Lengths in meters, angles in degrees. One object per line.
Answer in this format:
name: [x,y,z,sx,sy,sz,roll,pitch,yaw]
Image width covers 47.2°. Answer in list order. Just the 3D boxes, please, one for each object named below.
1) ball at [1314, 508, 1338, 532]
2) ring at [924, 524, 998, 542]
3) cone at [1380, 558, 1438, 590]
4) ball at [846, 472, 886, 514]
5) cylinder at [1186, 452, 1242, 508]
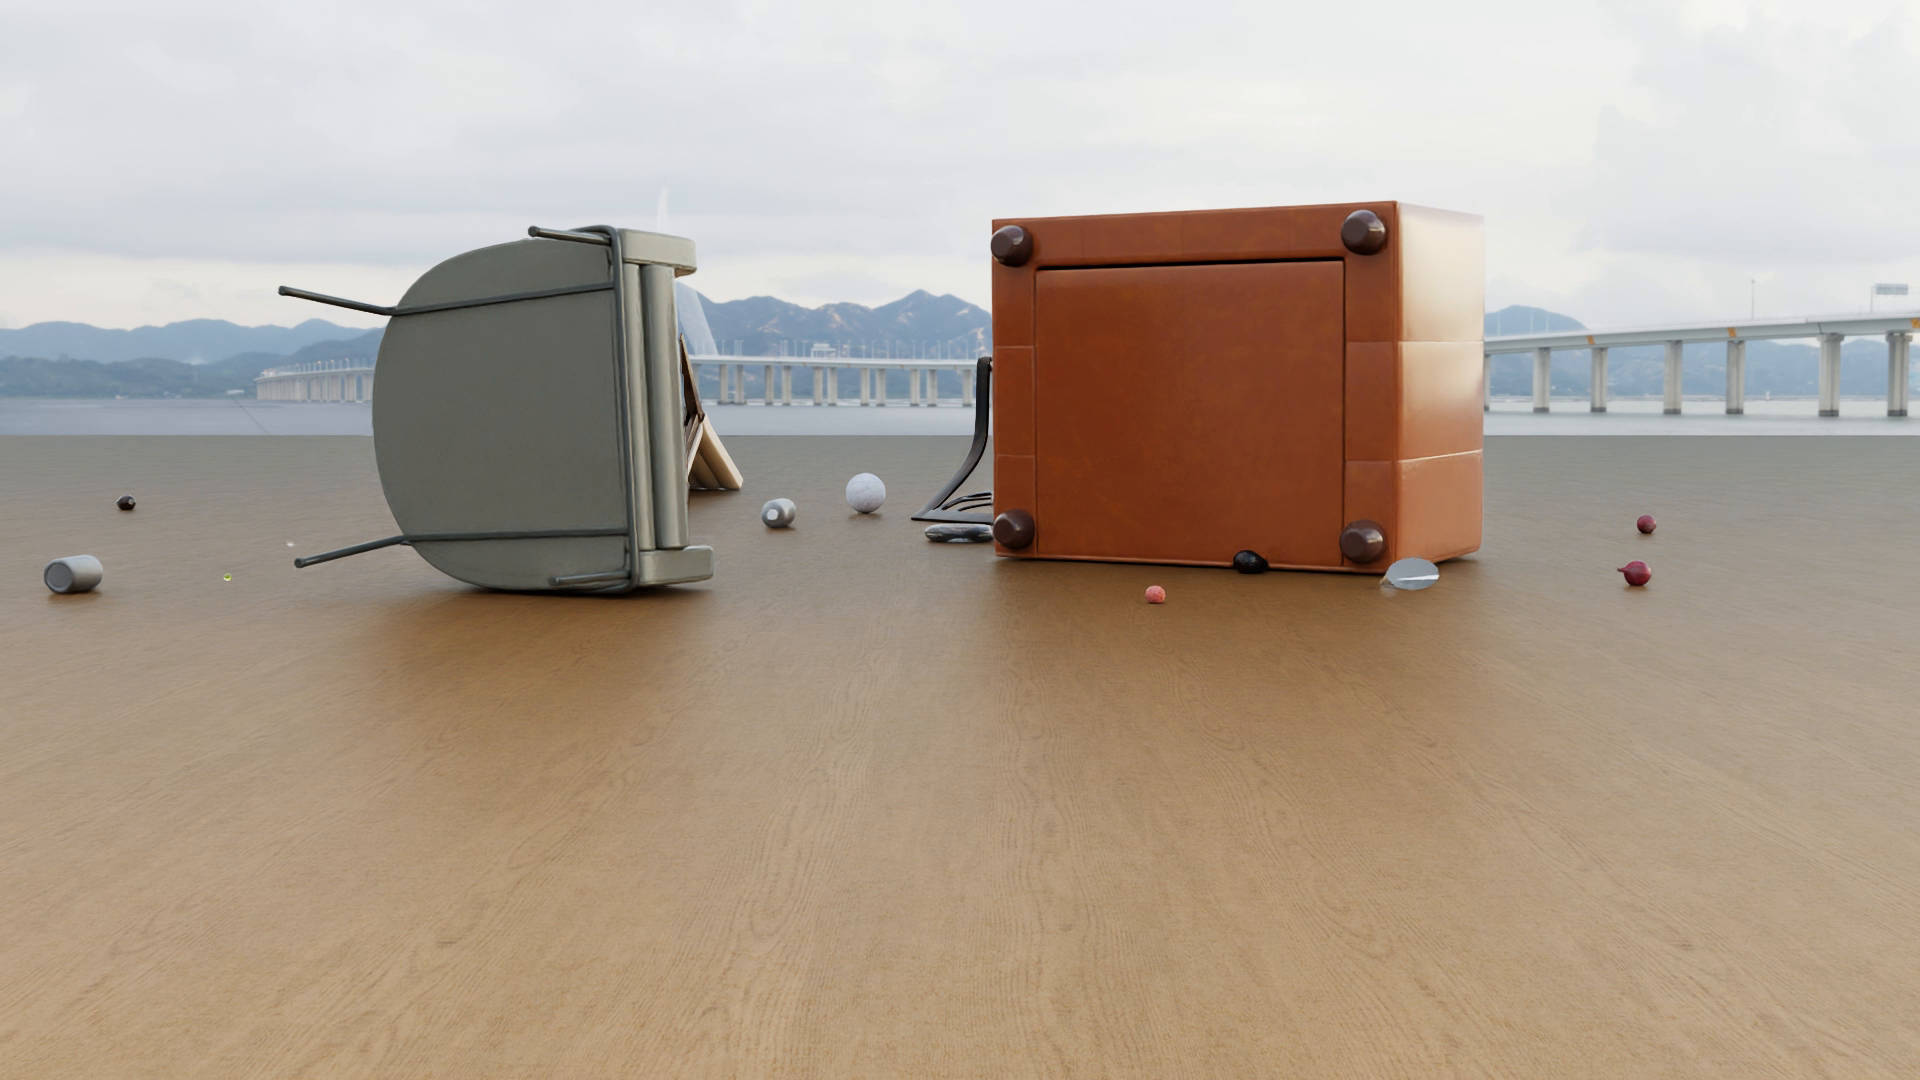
ball: [1.156,-0.064,6.936,0.074,0.074,0.074,0,4,0]
ring: [0.003,-0.021,6.505,0.219,0.048,0.212,2,4,40]
cone: [0.991,0.089,4.995,0.134,0.073,0.146,-3,-9,-20]
ball: [-0.341,-0.170,7.953,0.146,0.146,0.146,0,4,0]
cylinder: [0.956,-0.224,8.296,0.109,0.210,0.201,4,35,44]
